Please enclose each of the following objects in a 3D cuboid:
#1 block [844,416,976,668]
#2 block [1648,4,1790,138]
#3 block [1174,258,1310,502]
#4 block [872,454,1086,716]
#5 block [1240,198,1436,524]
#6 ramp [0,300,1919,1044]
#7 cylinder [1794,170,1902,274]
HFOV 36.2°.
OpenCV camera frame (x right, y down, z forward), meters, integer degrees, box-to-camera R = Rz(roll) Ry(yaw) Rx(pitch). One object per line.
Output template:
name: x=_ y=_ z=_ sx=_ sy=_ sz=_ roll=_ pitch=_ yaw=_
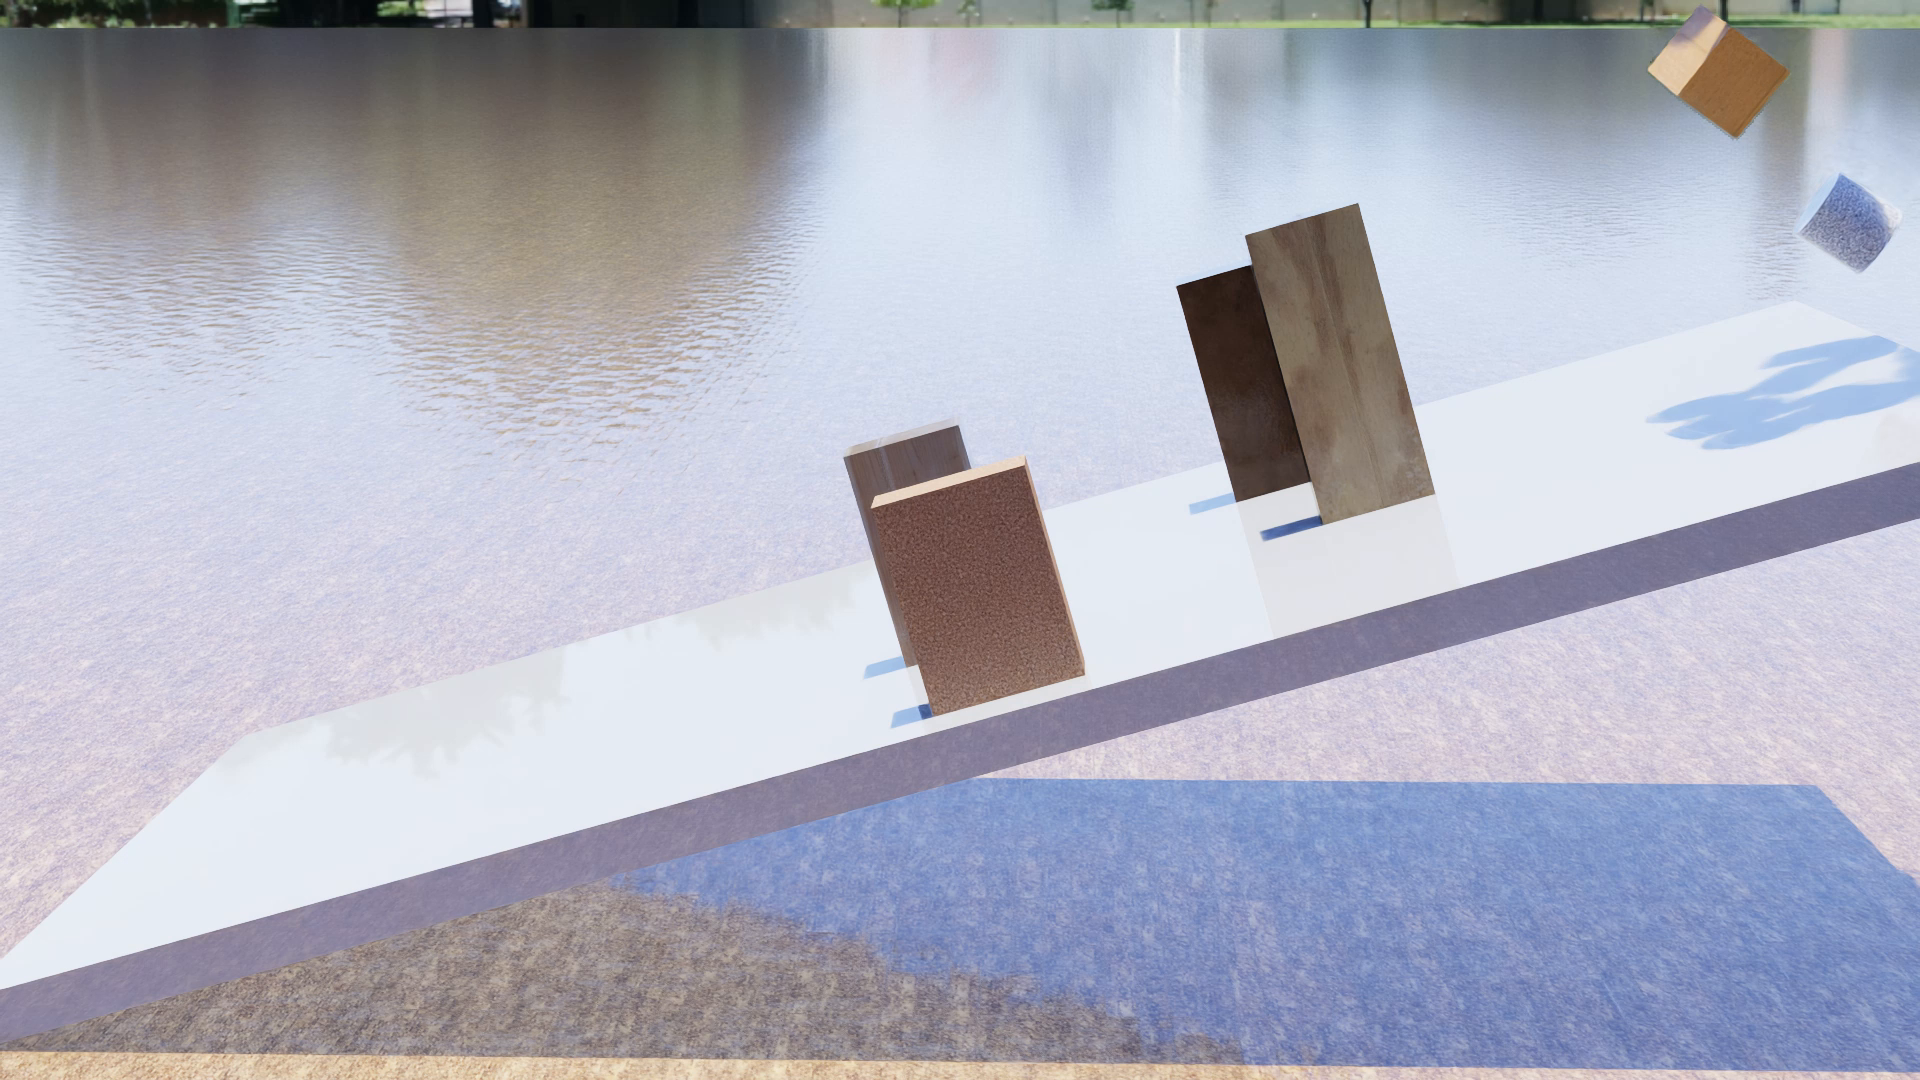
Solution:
block: x=-0.054 y=0.002 z=5.970 sx=0.241 sy=0.448 sz=0.132 roll=-16 pitch=10 yaw=5
block: x=1.512 y=-0.935 z=5.865 sx=0.165 sy=0.165 sz=0.165 roll=30 pitch=18 yaw=-22
block: x=0.752 y=-0.394 z=6.673 sx=0.408 sy=0.512 sz=0.142 roll=-16 pitch=10 yaw=5
block: x=0.036 y=0.084 z=5.477 sx=0.293 sy=0.409 sz=0.129 roll=-16 pitch=10 yaw=5
block: x=0.789 y=-0.372 z=6.138 sx=0.241 sy=0.628 sz=0.122 roll=-16 pitch=10 yaw=5
ramp: x=0.089 y=0.188 z=6.322 sx=4.000 sy=0.100 sz=2.000 roll=-16 pitch=10 yaw=5
cylinder: x=1.906 y=-0.681 z=6.309 sx=0.160 sy=0.160 sz=0.160 roll=33 pitch=14 yaw=2
